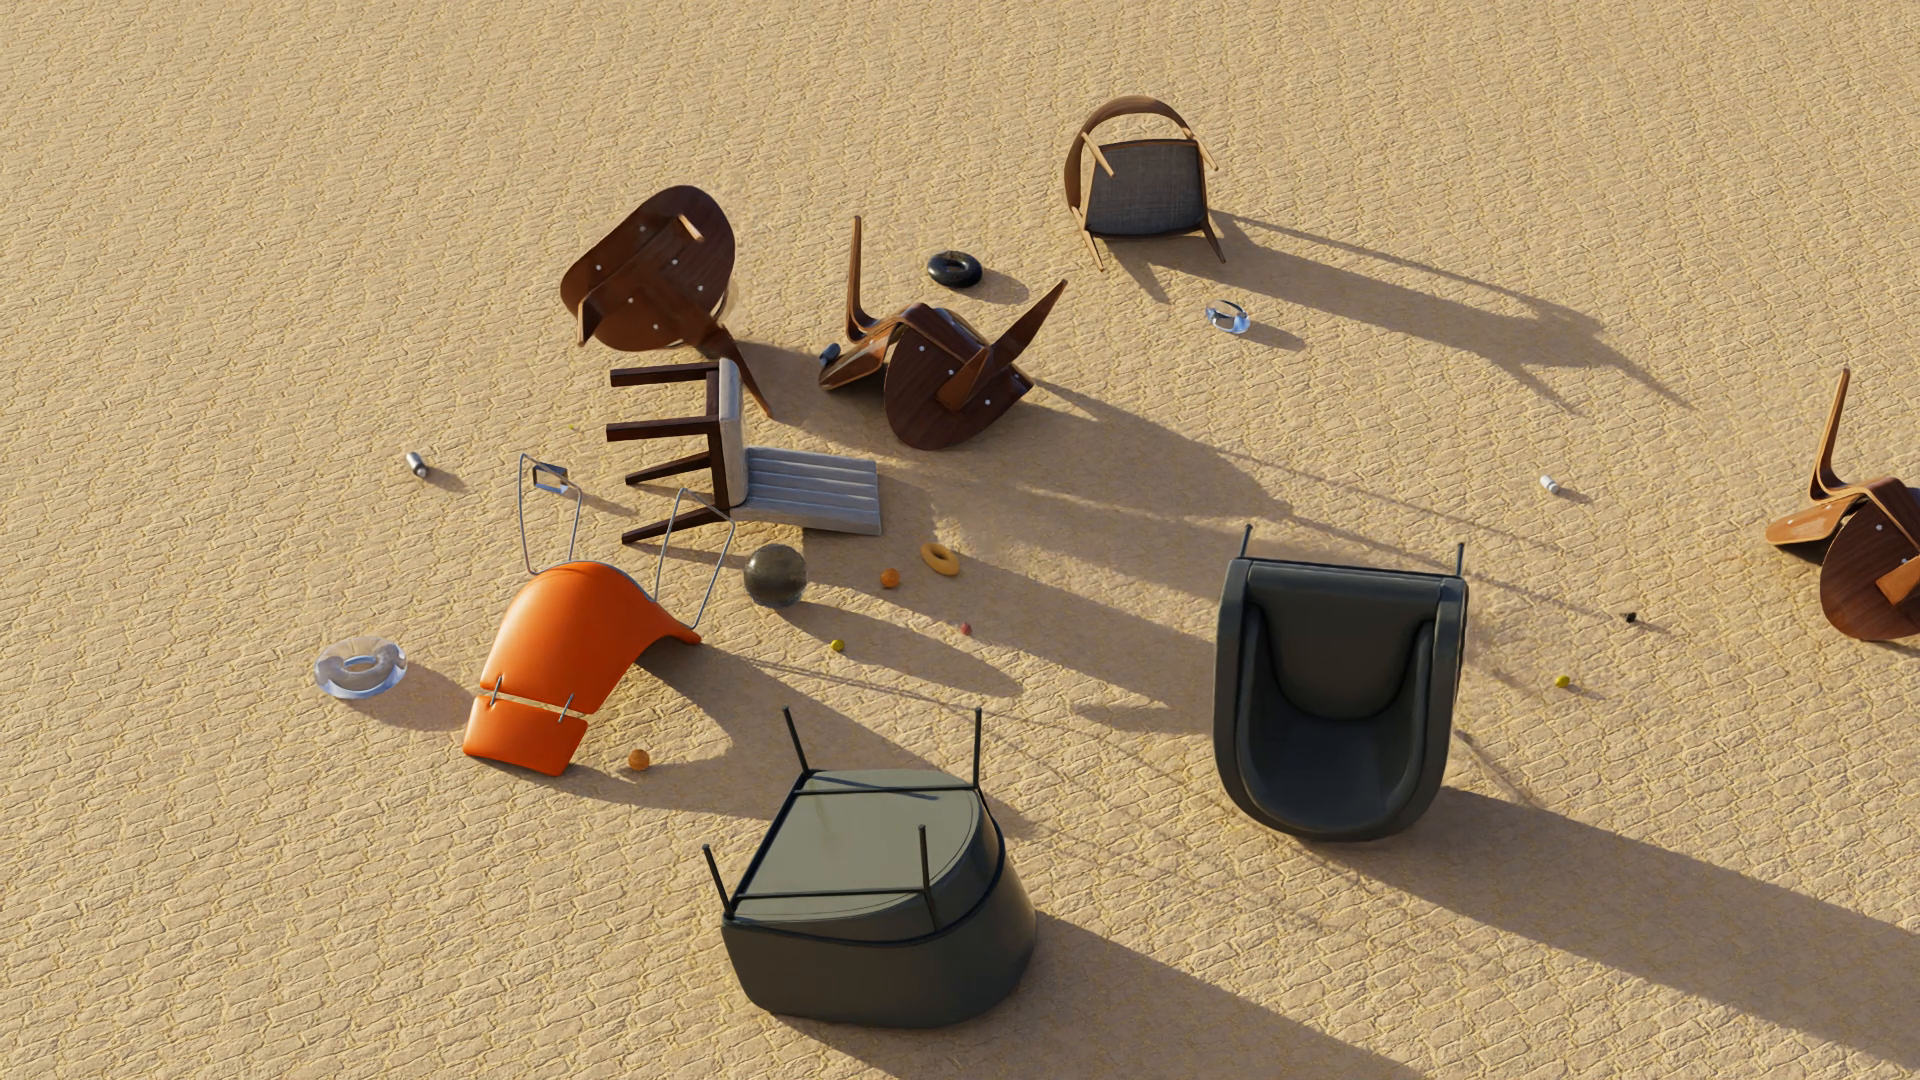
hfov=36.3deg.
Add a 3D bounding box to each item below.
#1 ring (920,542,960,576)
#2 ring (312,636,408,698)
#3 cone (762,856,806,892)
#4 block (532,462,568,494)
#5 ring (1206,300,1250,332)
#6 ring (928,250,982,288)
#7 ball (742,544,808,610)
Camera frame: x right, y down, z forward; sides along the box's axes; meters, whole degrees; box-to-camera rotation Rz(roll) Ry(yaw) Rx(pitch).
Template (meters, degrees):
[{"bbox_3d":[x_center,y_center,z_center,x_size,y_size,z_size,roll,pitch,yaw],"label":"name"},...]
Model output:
[{"bbox_3d":[-0.073,0.069,10.789,0.095,0.057,0.213,-23,39,-28],"label":"ring"},{"bbox_3d":[-2.086,0.443,10.198,0.324,0.084,0.328,11,34,18],"label":"ring"},{"bbox_3d":[-0.575,1.077,9.271,0.126,0.088,0.150,-34,35,-13],"label":"cone"},{"bbox_3d":[-1.569,-0.239,11.234,0.125,0.081,0.055,15,36,21],"label":"block"},{"bbox_3d":[1.123,-0.938,12.307,0.146,0.069,0.239,-23,41,-28],"label":"ring"},{"bbox_3d":[-0.022,-1.169,12.662,0.234,0.063,0.305,-12,34,-16],"label":"ring"},{"bbox_3d":[-0.662,0.131,10.531,0.236,0.236,0.236,0,33,0],"label":"ball"}]
